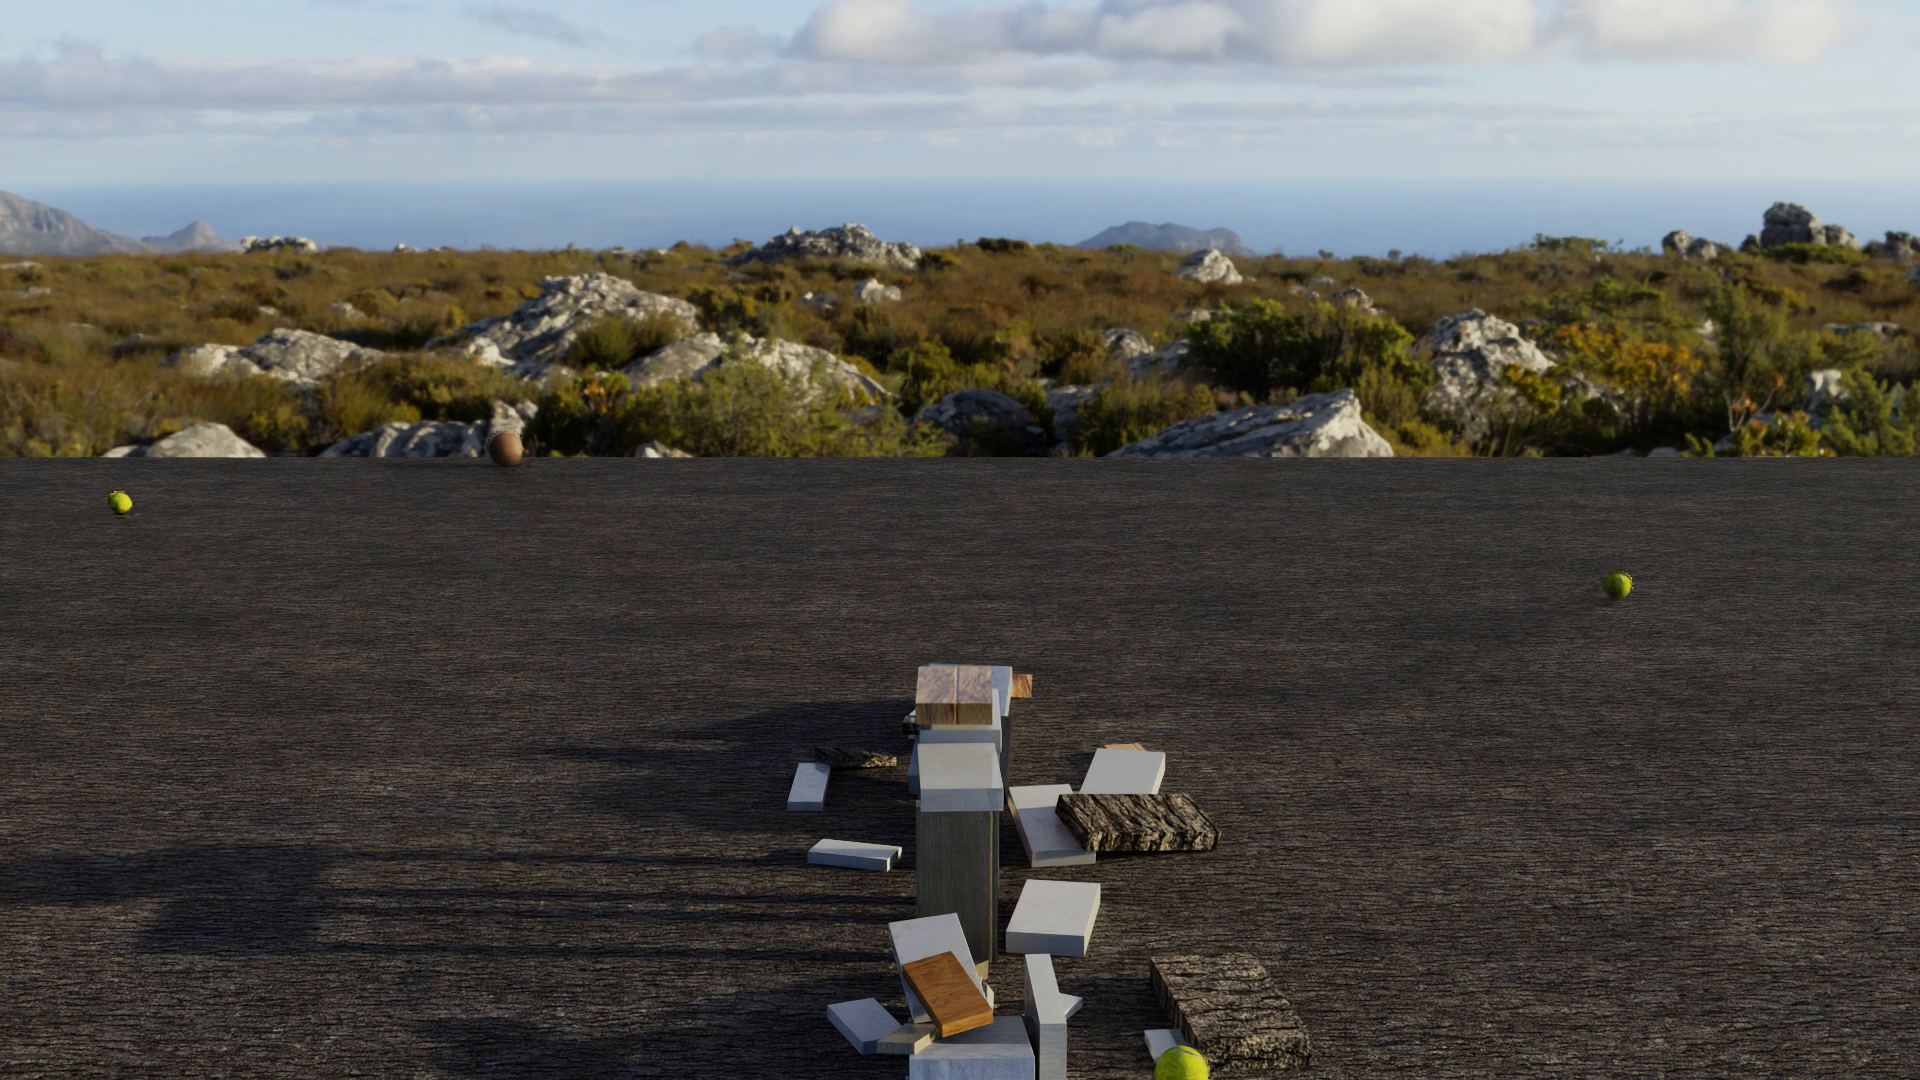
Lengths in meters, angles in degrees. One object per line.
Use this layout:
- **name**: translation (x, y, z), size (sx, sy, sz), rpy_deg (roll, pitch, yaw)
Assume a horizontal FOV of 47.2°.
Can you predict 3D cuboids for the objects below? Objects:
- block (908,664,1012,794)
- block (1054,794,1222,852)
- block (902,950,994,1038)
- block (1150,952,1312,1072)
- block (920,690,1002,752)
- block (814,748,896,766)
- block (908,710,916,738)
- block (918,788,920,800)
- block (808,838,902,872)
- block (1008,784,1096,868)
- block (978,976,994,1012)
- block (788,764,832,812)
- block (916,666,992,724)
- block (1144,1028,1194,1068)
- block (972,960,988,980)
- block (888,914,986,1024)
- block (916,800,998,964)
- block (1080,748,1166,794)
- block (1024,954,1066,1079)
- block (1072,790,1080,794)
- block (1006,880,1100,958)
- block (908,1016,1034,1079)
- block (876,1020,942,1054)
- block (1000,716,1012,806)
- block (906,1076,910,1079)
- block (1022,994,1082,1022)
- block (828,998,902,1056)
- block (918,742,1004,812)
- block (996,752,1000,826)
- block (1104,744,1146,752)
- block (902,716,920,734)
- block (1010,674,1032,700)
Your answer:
- **block**: translation (0.003, 0.371, 4.325), size (0.168, 0.048, 0.337), rpy_deg (2, 36, 6)
- **block**: translation (0.315, 0.498, 3.888), size (0.263, 0.037, 0.131), rpy_deg (3, 23, -24)
- **block**: translation (-0.017, 0.599, 2.906), size (0.071, 0.020, 0.142), rpy_deg (-12, 27, -19)
- **block**: translation (0.380, 0.668, 3.129), size (0.156, 0.044, 0.312), rpy_deg (-1, 11, -7)
- **block**: translation (0.000, 0.300, 3.676), size (0.132, 0.037, 0.264), rpy_deg (0, 10, 0)
- **block**: translation (-0.208, 0.434, 4.397), size (0.147, 0.021, 0.073), rpy_deg (3, 7, -32)
- **block**: translation (-0.002, 0.369, 4.561), size (0.168, 0.048, 0.337), rpy_deg (1, 2, 6)
- **block**: translation (-0.004, 0.491, 3.520), size (0.124, 0.248, 0.035), rpy_deg (0, 10, 0)
- **block**: translation (-0.183, 0.549, 3.834), size (0.147, 0.021, 0.073), rpy_deg (3, 11, 18)
- **block**: translation (0.161, 0.505, 3.904), size (0.113, 0.032, 0.226), rpy_deg (-2, 23, -9)
- **block**: translation (-0.010, 0.637, 3.091), size (0.097, 0.028, 0.194), rpy_deg (1, -18, 6)
- **block**: translation (-0.289, 0.475, 4.238), size (0.064, 0.018, 0.255), rpy_deg (0, 11, 1)
- **block**: translation (-0.009, 0.253, 3.603), size (0.122, 0.035, 0.244), rpy_deg (0, 10, 0)
- **block**: translation (0.288, 0.701, 3.032), size (0.049, 0.014, 0.099), rpy_deg (-1, 11, -5)
- **block**: translation (-0.017, 0.630, 3.213), size (0.097, 0.028, 0.194), rpy_deg (1, -8, 7)
- **block**: translation (-0.033, 0.582, 2.998), size (0.097, 0.028, 0.194), rpy_deg (-7, 26, -9)
- **block**: translation (-0.004, 0.522, 3.357), size (0.124, 0.248, 0.035), rpy_deg (0, 11, 0)
- **block**: translation (0.297, 0.470, 4.106), size (0.131, 0.037, 0.306), rpy_deg (2, 18, 13)
- **block**: translation (0.114, 0.660, 2.959), size (0.035, 0.122, 0.244), rpy_deg (-1, 11, -3)
- **block**: translation (0.212, 0.492, 4.148), size (0.129, 0.018, 0.064), rpy_deg (0, 11, 2)
- **block**: translation (0.151, 0.602, 3.511), size (0.122, 0.035, 0.244), rpy_deg (2, 11, 9)
- **block**: translation (0.011, 0.675, 2.892), size (0.156, 0.044, 0.312), rpy_deg (0, -3, -2)
- **block**: translation (-0.053, 0.646, 2.886), size (0.049, 0.014, 0.234), rpy_deg (-1, -3, 14)
- **block**: translation (0.025, 0.406, 4.077), size (0.131, 0.037, 0.263), rpy_deg (0, 24, 4)
- **block**: translation (0.013, 0.746, 2.709), size (0.156, 0.044, 0.312), rpy_deg (0, 11, -2)
- **block**: translation (0.133, 0.677, 3.162), size (0.049, 0.014, 0.099), rpy_deg (6, 12, 28)
- **block**: translation (-0.129, 0.685, 3.101), size (0.071, 0.020, 0.142), rpy_deg (-5, 11, -23)
- **block**: translation (-0.002, 0.367, 3.415), size (0.124, 0.035, 0.248), rpy_deg (0, 11, -2)
- **block**: translation (-0.002, 0.468, 3.602), size (0.132, 0.264, 0.037), rpy_deg (0, 13, 0)
- **block**: translation (0.343, 0.440, 4.419), size (0.073, 0.021, 0.147), rpy_deg (-2, 11, -11)
- **block**: translation (-0.026, 0.358, 4.251), size (0.165, 0.023, 0.082), rpy_deg (0, 5, 4)
- **block**: translation (0.037, 0.316, 4.731), size (0.168, 0.048, 0.337), rpy_deg (3, -6, -10)
